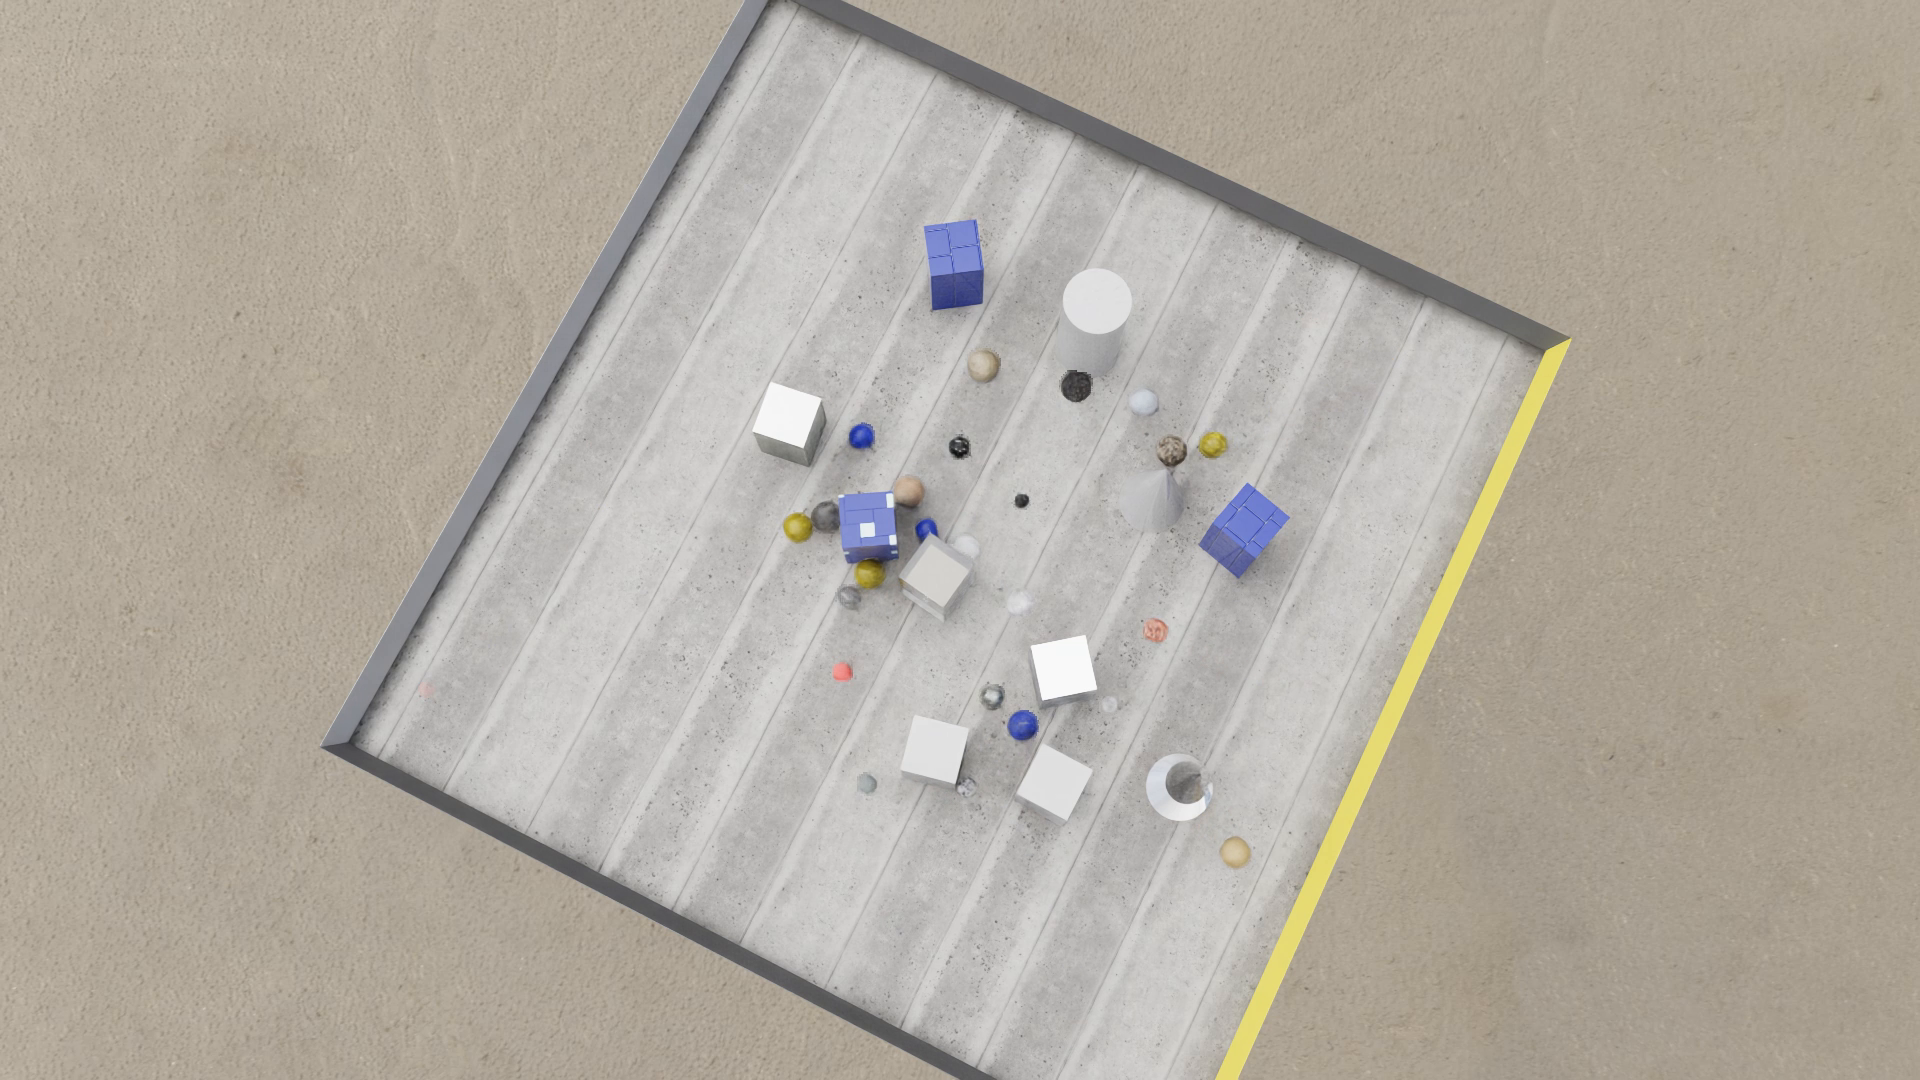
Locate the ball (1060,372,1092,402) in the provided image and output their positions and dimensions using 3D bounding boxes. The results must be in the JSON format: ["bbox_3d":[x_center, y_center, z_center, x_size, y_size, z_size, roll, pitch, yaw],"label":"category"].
[{"bbox_3d":[0.359,-0.474,5.666,0.094,0.094,0.094,0,78,0],"label":"ball"}]

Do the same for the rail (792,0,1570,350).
[{"bbox_3d":[0.615,-1.197,5.797,2.796,0.130,0.045,26,80,5],"label":"rail"}]

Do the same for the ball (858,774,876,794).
[{"bbox_3d":[-0.275,0.724,5.439,0.055,0.055,0.055,0,78,0],"label":"ball"}]

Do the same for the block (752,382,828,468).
[{"bbox_3d":[-0.514,-0.347,5.563,0.160,0.246,0.160,18,79,4],"label":"block"}]

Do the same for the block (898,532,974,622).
[{"bbox_3d":[-0.068,0.115,5.451,0.160,0.278,0.160,34,80,7],"label":"block"}]

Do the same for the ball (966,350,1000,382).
[{"bbox_3d":[0.071,-0.539,5.677,0.100,0.100,0.100,0,78,0],"label":"ball"}]

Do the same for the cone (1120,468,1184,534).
[{"bbox_3d":[0.590,-0.162,5.436,0.200,0.420,0.200,0,78,0],"label":"cone"}]

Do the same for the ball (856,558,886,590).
[{"bbox_3d":[-0.271,0.102,5.549,0.092,0.092,0.092,0,78,0],"label":"ball"}]

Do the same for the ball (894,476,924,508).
[{"bbox_3d":[-0.155,-0.146,5.599,0.094,0.094,0.094,0,78,0],"label":"ball"}]

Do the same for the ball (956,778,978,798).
[{"bbox_3d":[0.021,0.734,5.434,0.061,0.061,0.061,0,78,0],"label":"ball"}]

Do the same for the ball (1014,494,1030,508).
[{"bbox_3d":[0.188,-0.120,5.618,0.046,0.046,0.046,0,78,0],"label":"ball"}]

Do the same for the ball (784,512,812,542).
[{"bbox_3d":[-0.494,-0.040,5.580,0.089,0.089,0.089,0,78,0],"label":"ball"}]

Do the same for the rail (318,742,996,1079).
[{"bbox_3d":[-0.615,1.211,5.299,2.796,0.130,0.045,26,80,5],"label":"rail"}]

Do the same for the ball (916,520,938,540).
[{"bbox_3d":[-0.101,-0.030,5.588,0.069,0.069,0.069,0,78,0],"label":"ball"}]

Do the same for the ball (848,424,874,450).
[{"bbox_3d":[-0.305,-0.318,5.644,0.076,0.076,0.076,0,78,0],"label":"ball"}]

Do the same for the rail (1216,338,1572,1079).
[{"bbox_3d":[1.229,0.609,5.423,0.045,0.130,2.797,26,80,5],"label":"rail"}]

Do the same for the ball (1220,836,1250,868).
[{"bbox_3d":[0.808,0.917,5.381,0.090,0.090,0.090,0,78,0],"label":"ball"}]

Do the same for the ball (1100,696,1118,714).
[{"bbox_3d":[0.447,0.493,5.488,0.051,0.051,0.051,0,78,0],"label":"ball"}]

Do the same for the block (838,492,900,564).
[{"bbox_3d":[-0.272,-0.036,5.502,0.160,0.240,0.160,-4,78,-1],"label":"block"}]

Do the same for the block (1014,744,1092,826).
[{"bbox_3d":[0.267,0.712,5.309,0.160,0.313,0.160,28,80,5],"label":"block"}]

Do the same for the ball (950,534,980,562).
[{"bbox_3d":[0.016,0.029,5.563,0.093,0.093,0.093,0,78,0],"label":"ball"}]

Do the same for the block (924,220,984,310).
[{"bbox_3d":[-0.019,-0.842,5.631,0.160,0.314,0.160,-8,78,-2],"label":"block"}]

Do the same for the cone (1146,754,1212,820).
[{"bbox_3d":[0.655,0.687,5.223,0.200,0.493,0.200,0,78,0],"label":"cone"}]

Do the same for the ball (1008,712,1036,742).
[{"bbox_3d":[0.185,0.556,5.457,0.087,0.087,0.087,0,78,0],"label":"ball"}]

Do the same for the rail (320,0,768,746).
[{"bbox_3d":[-1.229,-0.595,5.672,0.045,0.130,2.797,26,80,5],"label":"rail"}]

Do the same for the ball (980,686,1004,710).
[{"bbox_3d":[0.095,0.473,5.481,0.074,0.074,0.074,0,78,0],"label":"ball"}]

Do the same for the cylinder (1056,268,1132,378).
[{"bbox_3d":[0.398,-0.647,5.525,0.200,0.443,0.200,0,78,0],"label":"cylinder"}]

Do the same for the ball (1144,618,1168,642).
[{"bbox_3d":[0.593,0.274,5.523,0.073,0.073,0.073,0,78,0],"label":"ball"}]

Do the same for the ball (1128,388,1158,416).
[{"bbox_3d":[0.565,-0.425,5.660,0.088,0.088,0.088,0,78,0],"label":"ball"}]

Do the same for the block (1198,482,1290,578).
[{"bbox_3d":[0.842,-0.025,5.456,0.160,0.325,0.160,40,81,8],"label":"block"}]

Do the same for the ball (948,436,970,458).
[{"bbox_3d":[-0.002,-0.285,5.642,0.066,0.066,0.066,0,78,0],"label":"ball"}]

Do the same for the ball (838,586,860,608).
[{"bbox_3d":[-0.336,0.171,5.547,0.068,0.068,0.068,0,78,0],"label":"ball"}]

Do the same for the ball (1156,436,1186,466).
[{"bbox_3d":[0.650,-0.272,5.626,0.092,0.092,0.092,0,78,0],"label":"ball"}]

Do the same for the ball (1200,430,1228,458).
[{"bbox_3d":[0.781,-0.295,5.636,0.081,0.081,0.081,0,78,0],"label":"ball"}]

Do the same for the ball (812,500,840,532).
[{"bbox_3d":[-0.405,-0.071,5.582,0.096,0.096,0.096,0,78,0],"label":"ball"}]

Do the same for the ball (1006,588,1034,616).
[{"bbox_3d":[0.183,0.188,5.535,0.084,0.084,0.084,0,78,0],"label":"ball"}]

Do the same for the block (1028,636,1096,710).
[{"bbox_3d":[0.299,0.393,5.404,0.160,0.257,0.160,-11,79,-2],"label":"block"}]

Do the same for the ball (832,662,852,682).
[{"bbox_3d":[-0.355,0.396,5.506,0.056,0.056,0.056,0,78,0],"label":"ball"}]

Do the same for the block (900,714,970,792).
[{"bbox_3d":[-0.071,0.622,5.320,0.160,0.329,0.160,14,79,3],"label":"block"}]
